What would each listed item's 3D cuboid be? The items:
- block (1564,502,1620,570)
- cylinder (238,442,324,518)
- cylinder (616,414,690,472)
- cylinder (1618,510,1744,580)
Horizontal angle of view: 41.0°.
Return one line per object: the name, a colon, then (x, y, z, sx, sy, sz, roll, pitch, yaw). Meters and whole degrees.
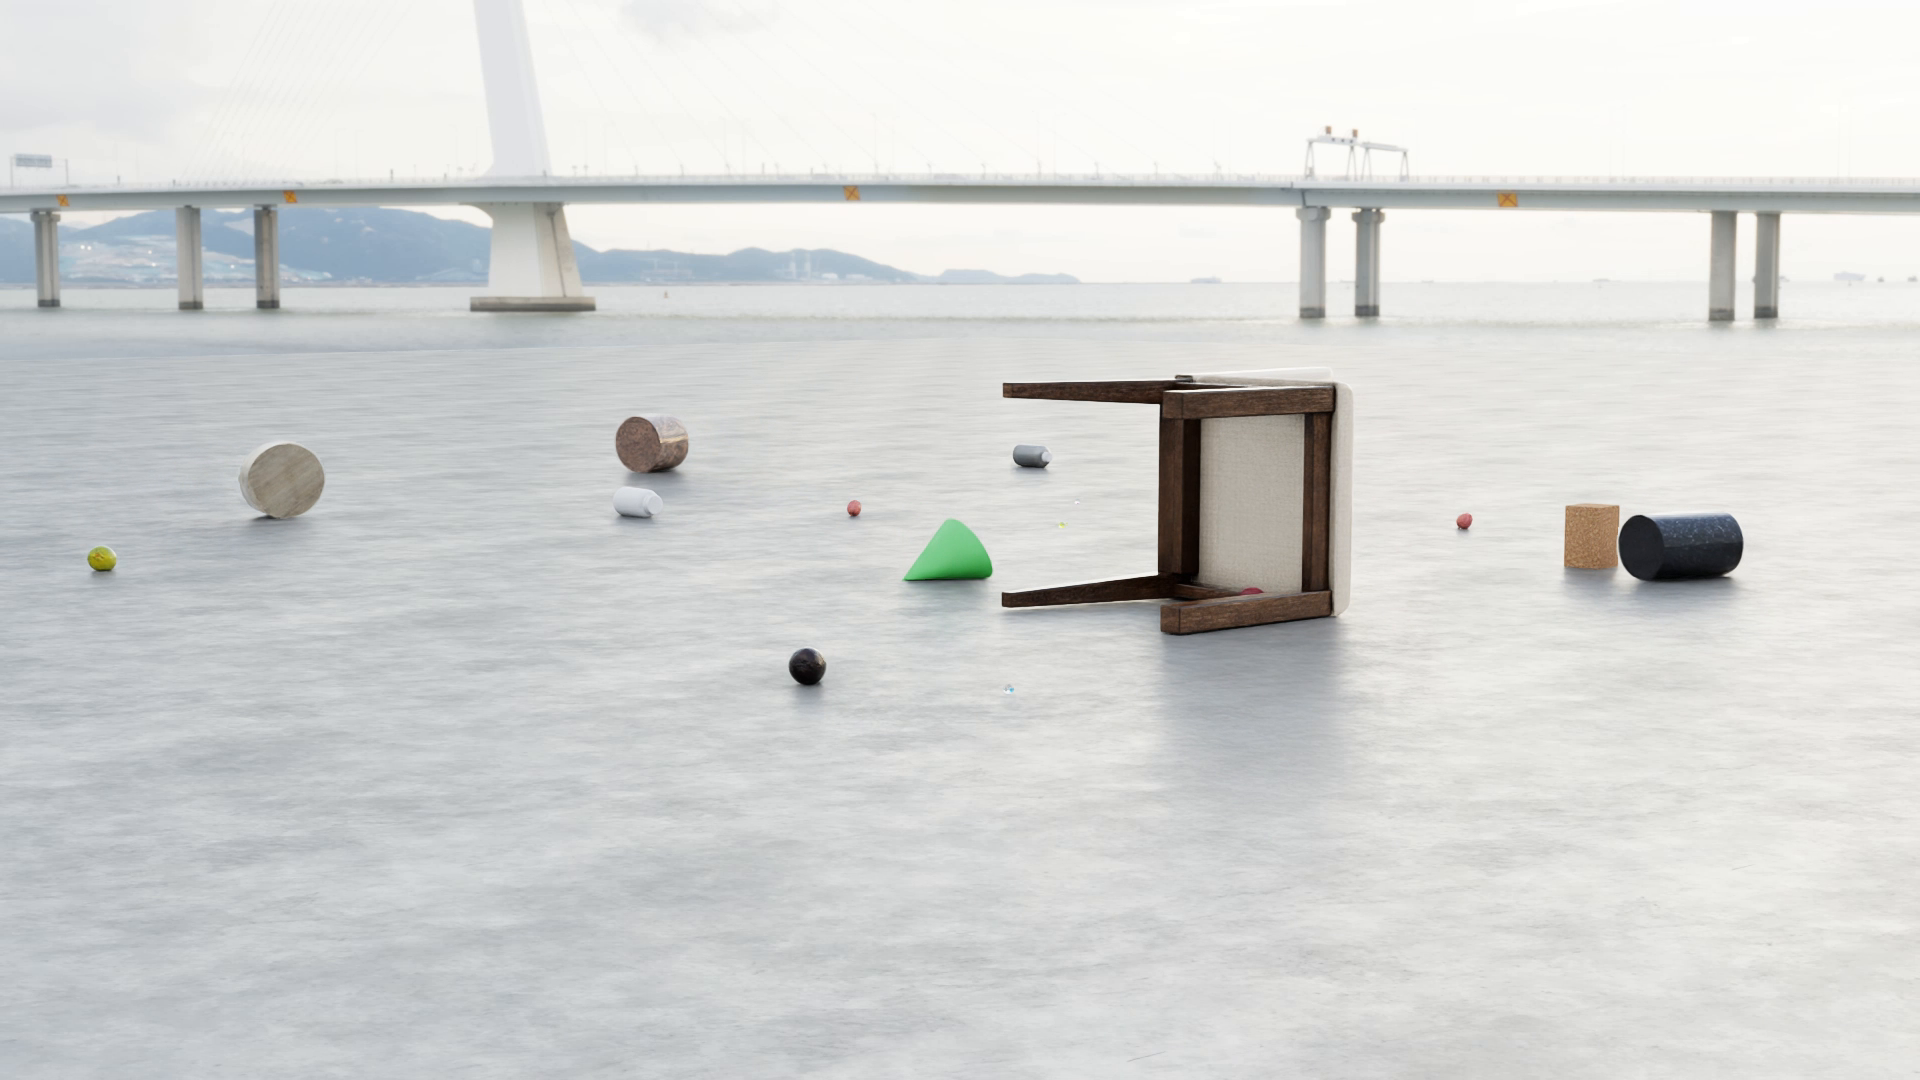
block: (1.433, -0.009, 5.821, 0.088, 0.139, 0.091, 5, 8, 41)
cylinder: (-1.858, -0.165, 7.026, 0.210, 0.201, 0.109, -33, 19, -21)
cylinder: (-1.039, -0.327, 8.670, 0.178, 0.190, 0.181, -16, -2, 26)
cylinder: (1.577, 0.011, 5.612, 0.226, 0.142, 0.145, -3, 29, -27)
